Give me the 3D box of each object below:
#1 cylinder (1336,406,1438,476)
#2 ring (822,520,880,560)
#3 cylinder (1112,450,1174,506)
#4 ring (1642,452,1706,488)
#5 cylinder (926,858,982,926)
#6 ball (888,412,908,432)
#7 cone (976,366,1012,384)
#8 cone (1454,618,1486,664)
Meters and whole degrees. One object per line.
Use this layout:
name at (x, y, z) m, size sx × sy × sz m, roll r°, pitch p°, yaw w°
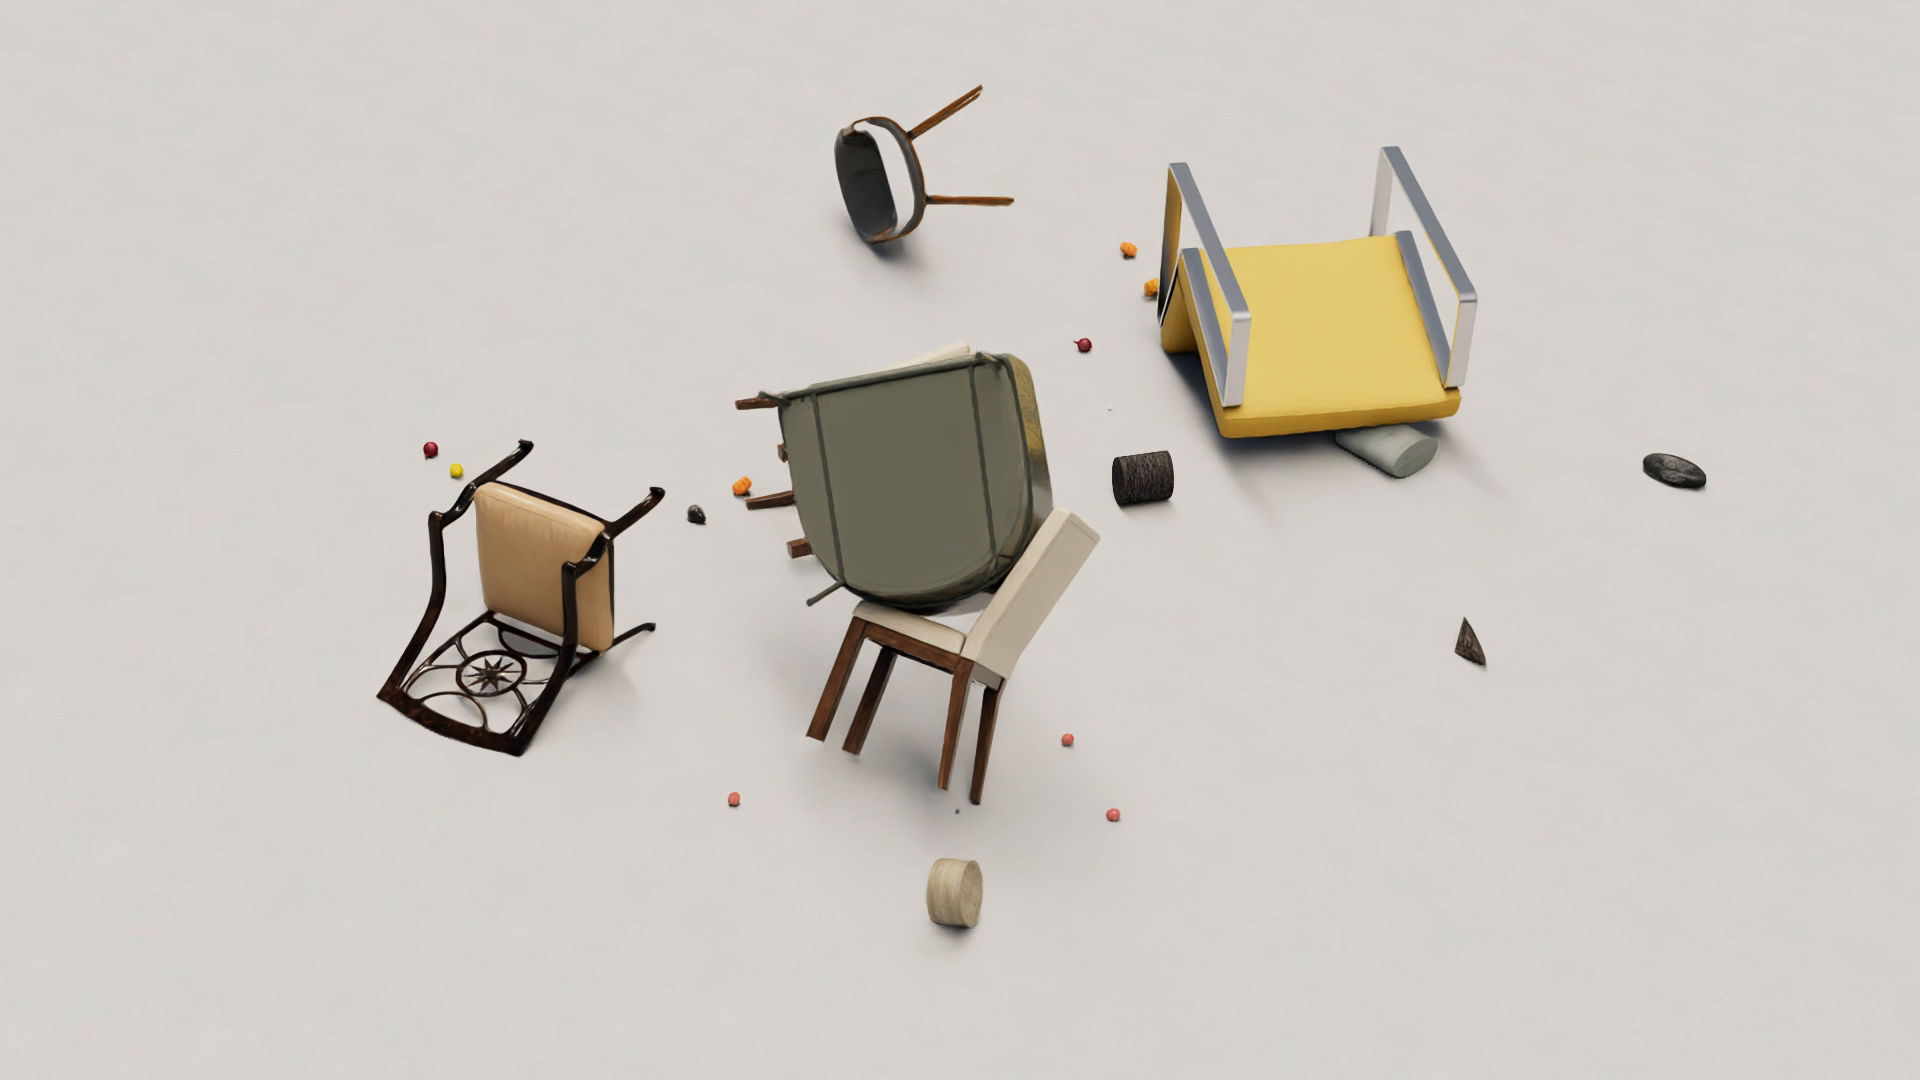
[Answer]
cylinder at (1.659, -0.383, 11.396) m, size 0.251 × 0.143 × 0.307 m, roll -26°, pitch 41°, yaw -30°
ring at (-0.404, -0.001, 10.893) m, size 0.222 × 0.060 × 0.230 m, roll 3°, pitch 34°, yaw 3°
cylinder at (0.694, -0.236, 11.121) m, size 0.198 × 0.201 × 0.155 m, roll -8°, pitch 42°, yaw -12°
ring at (2.754, -0.268, 11.296) m, size 0.270 × 0.062 × 0.144 m, roll 26°, pitch 43°, yaw 34°
cylinder at (-0.016, 1.092, 9.085) m, size 0.109 × 0.210 × 0.201 m, roll 2°, pitch 59°, yaw 20°
ball at (-0.244, -0.467, 11.586) m, size 0.074 × 0.074 × 0.074 m, roll 0°, pitch 33°, yaw 0°
cone at (0.117, -0.673, 11.930) m, size 0.146 × 0.073 × 0.134 m, roll 6°, pitch 13°, yaw 37°
cone at (1.778, 0.374, 10.332) m, size 0.086 × 0.117 × 0.223 m, roll -32°, pitch 40°, yaw 17°
